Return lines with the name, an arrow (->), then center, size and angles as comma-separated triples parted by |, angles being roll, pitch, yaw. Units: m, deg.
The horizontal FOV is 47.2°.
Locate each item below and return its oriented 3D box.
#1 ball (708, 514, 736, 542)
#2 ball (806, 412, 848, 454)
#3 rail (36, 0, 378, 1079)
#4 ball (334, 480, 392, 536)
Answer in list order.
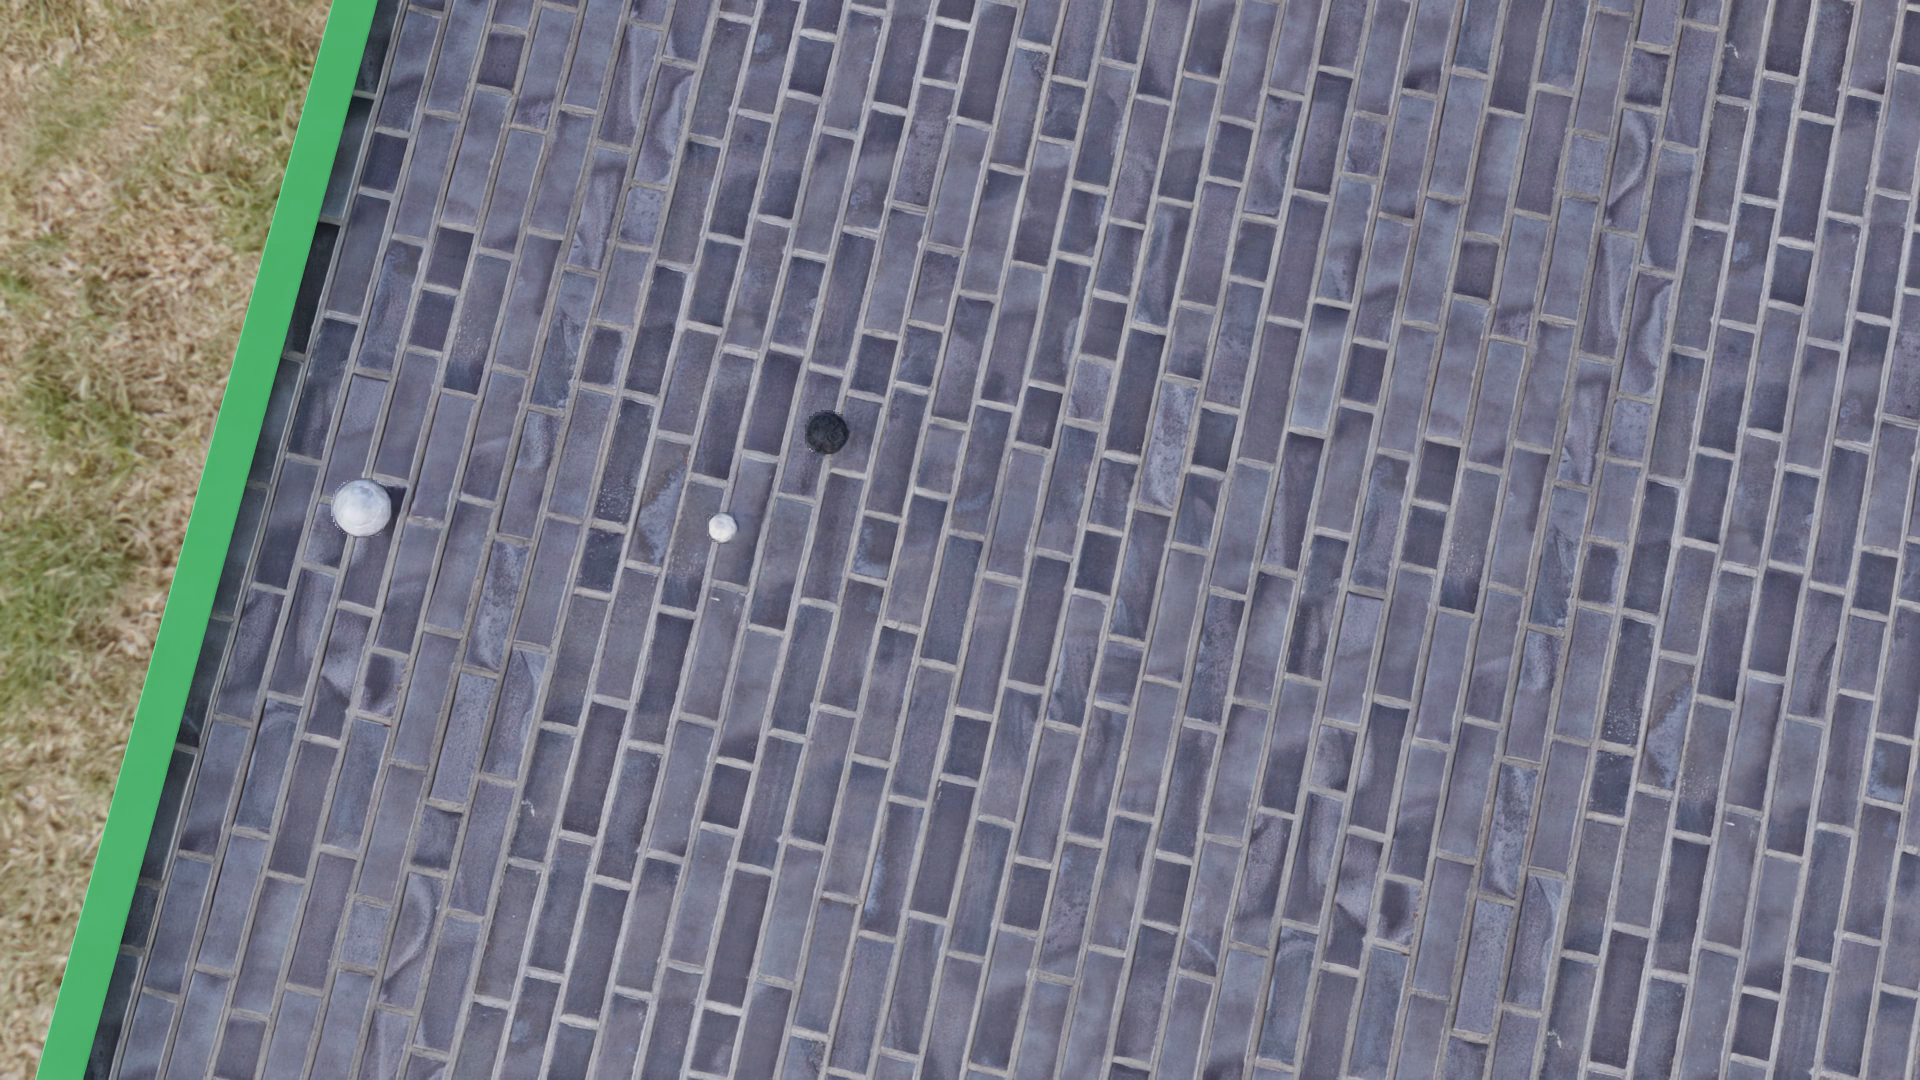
ball -> -0.355, -0.018, 3.285 | 0.043, 0.043, 0.043 | 0, 82, 0
ball -> -0.199, -0.159, 3.295 | 0.063, 0.063, 0.063 | 0, 82, 0
rail -> -1.049, -0.235, 3.282 | 0.045, 0.109, 2.603 | 12, 82, 2
ball -> -0.888, -0.047, 3.268 | 0.084, 0.084, 0.084 | 0, 82, 0
